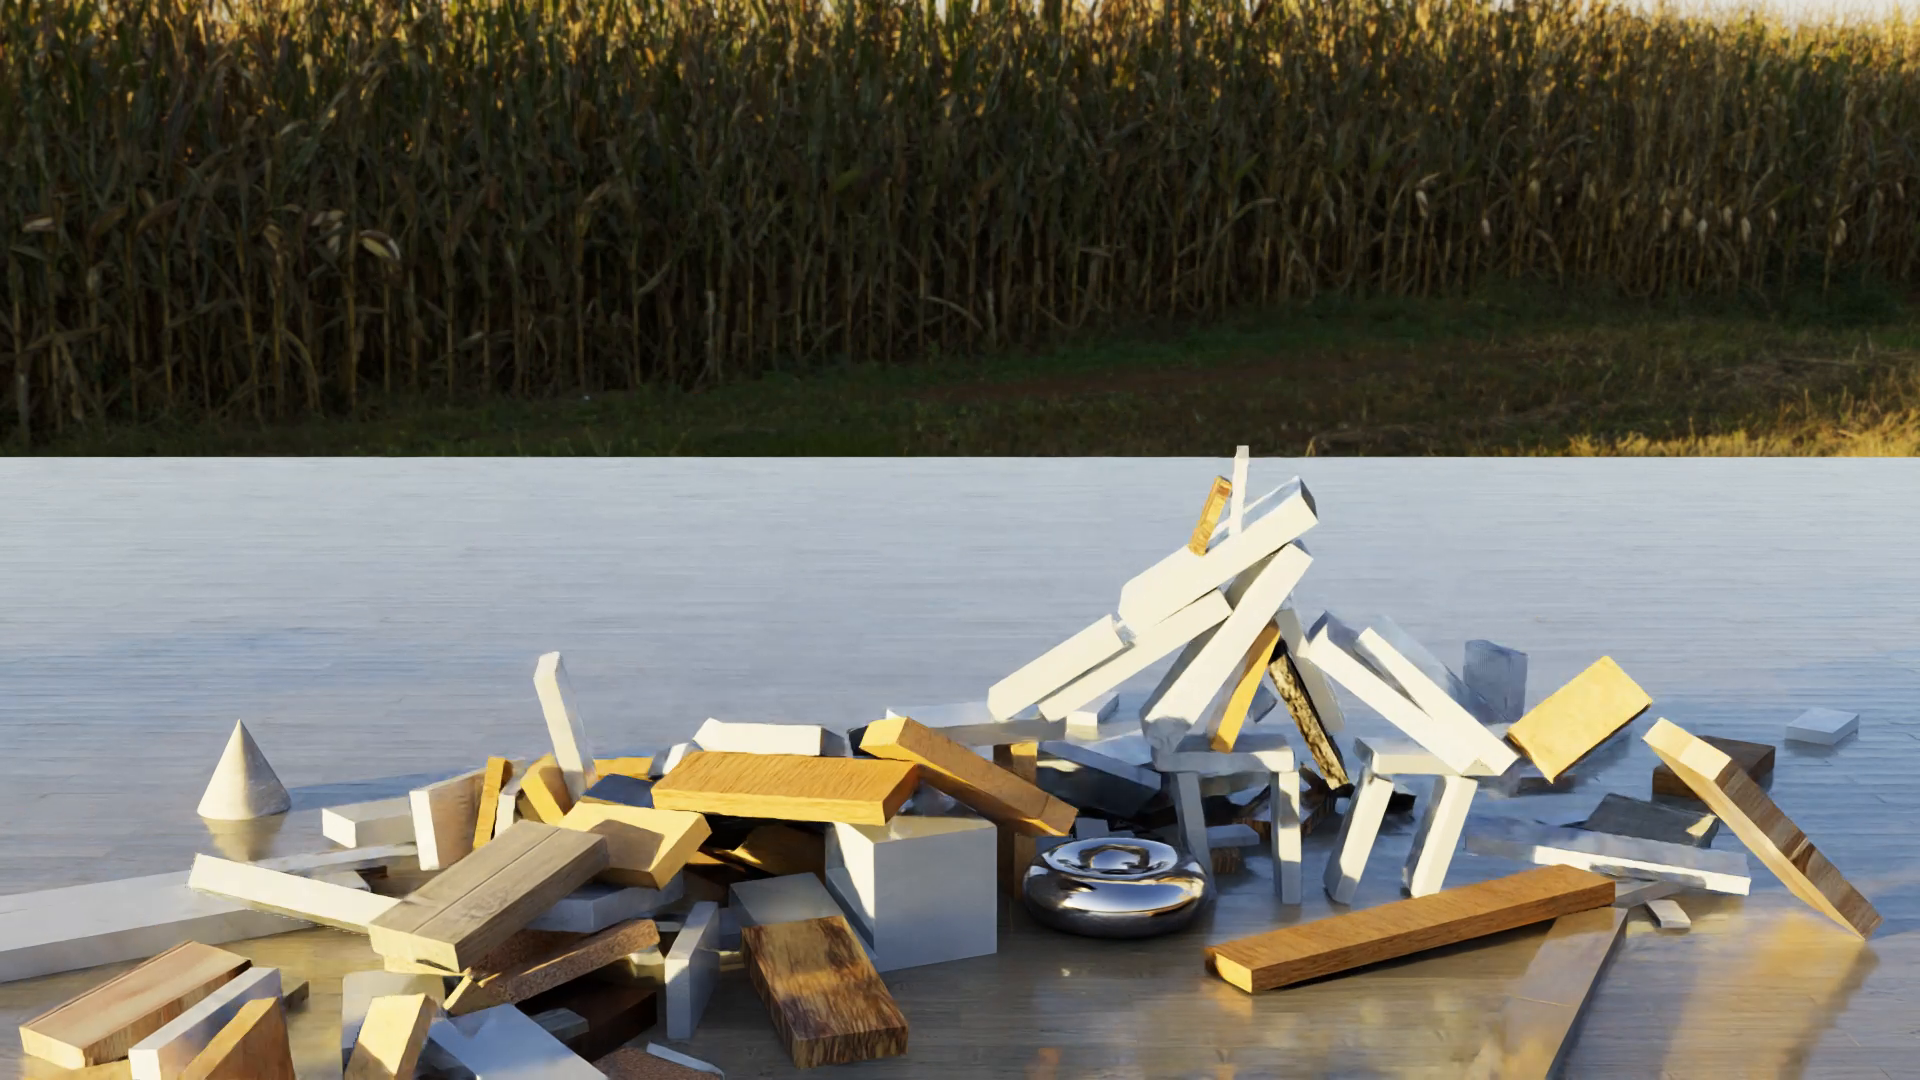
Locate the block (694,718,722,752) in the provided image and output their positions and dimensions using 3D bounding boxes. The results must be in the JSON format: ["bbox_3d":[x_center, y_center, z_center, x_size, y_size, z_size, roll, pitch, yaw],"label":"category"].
[{"bbox_3d":[-0.321,0.436,4.017,0.354,0.050,0.177,16,-25,47],"label":"block"}]

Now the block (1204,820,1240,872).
[{"bbox_3d":[0.443,0.538,3.871,0.099,0.028,0.197,1,11,8],"label":"block"}]

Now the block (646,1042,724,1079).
[{"bbox_3d":[-0.365,0.694,2.920,0.097,0.014,0.049,14,-22,23],"label":"block"}]

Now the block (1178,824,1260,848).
[{"bbox_3d":[0.453,0.520,3.846,0.127,0.018,0.063,-3,11,-16],"label":"block"}]

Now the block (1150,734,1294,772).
[{"bbox_3d":[0.432,0.351,3.637,0.223,0.032,0.112,0,11,-1],"label":"block"}]

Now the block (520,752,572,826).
[{"bbox_3d":[-0.642,0.478,3.649,0.034,0.241,0.121,-29,10,5],"label":"block"}]

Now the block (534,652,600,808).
[{"bbox_3d":[-0.653,0.318,3.657,0.034,0.241,0.121,-14,16,-1],"label":"block"}]

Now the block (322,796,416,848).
[{"bbox_3d":[-0.950,0.496,3.961,0.344,0.049,0.172,-5,5,-34],"label":"block"}]

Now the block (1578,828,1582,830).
[{"bbox_3d":[1.093,0.526,3.975,0.095,0.014,0.048,-4,11,-20],"label":"block"}]

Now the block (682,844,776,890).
[{"bbox_3d":[-0.427,0.515,3.652,0.264,0.037,0.132,24,11,4],"label":"block"}]

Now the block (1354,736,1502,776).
[{"bbox_3d":[0.774,0.357,3.637,0.217,0.031,0.108,3,10,-12],"label":"block"}]

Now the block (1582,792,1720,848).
[{"bbox_3d":[1.221,0.511,3.894,0.208,0.029,0.104,9,40,44],"label":"block"}]

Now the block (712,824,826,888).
[{"bbox_3d":[-0.271,0.527,3.668,0.264,0.037,0.132,20,12,1],"label":"block"}]

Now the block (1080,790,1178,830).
[{"bbox_3d":[0.302,0.488,4.120,0.123,0.035,0.246,-10,14,-43],"label":"block"}]

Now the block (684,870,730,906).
[{"bbox_3d":[-0.488,0.526,3.663,0.241,0.034,0.121,23,10,3],"label":"block"}]

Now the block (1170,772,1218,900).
[{"bbox_3d":[0.386,0.477,3.662,0.032,0.223,0.112,-11,11,-2],"label":"block"}]

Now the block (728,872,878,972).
[{"bbox_3d":[-0.243,0.600,3.372,0.140,0.040,0.280,-5,22,-24],"label":"block"}]

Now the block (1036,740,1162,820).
[{"bbox_3d":[0.226,0.425,3.939,0.239,0.119,0.034,20,51,-13],"label":"block"}]

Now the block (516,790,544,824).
[{"bbox_3d":[-0.683,0.499,3.657,0.026,0.184,0.092,-19,10,3],"label":"block"}]

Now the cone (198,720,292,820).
[{"bbox_3d":[-1.348,0.417,4.131,0.171,0.171,0.171,0,11,0],"label":"cone"}]

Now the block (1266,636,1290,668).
[{"bbox_3d":[0.509,0.169,3.788,0.113,0.016,0.056,38,63,19],"label":"block"}]

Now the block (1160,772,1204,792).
[{"bbox_3d":[0.388,0.451,4.320,0.123,0.035,0.247,-9,14,-40],"label":"block"}]

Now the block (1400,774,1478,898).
[{"bbox_3d":[0.794,0.483,3.651,0.031,0.217,0.108,16,9,-6],"label":"block"}]

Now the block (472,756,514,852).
[{"bbox_3d":[-0.779,0.459,3.660,0.026,0.185,0.092,7,-13,0],"label":"block"}]

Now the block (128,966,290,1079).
[{"bbox_3d":[-0.964,0.670,2.844,0.040,0.141,0.282,-2,10,14],"label":"block"}]

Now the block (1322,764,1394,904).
[{"bbox_3d":[0.660,0.484,3.648,0.031,0.217,0.108,17,10,-3],"label":"block"}]

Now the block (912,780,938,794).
[{"bbox_3d":[-0.056,0.459,3.647,0.038,0.266,0.133,-1,11,-10],"label":"block"}]

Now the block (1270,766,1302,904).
[{"bbox_3d":[0.541,0.479,3.652,0.032,0.223,0.112,-3,11,0],"label":"block"}]

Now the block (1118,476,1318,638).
[{"bbox_3d":[0.420,0.024,3.583,0.347,0.049,0.173,-33,8,13],"label":"block"}]

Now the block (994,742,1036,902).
[{"bbox_3d":[0.092,0.453,3.676,0.038,0.266,0.133,-3,11,-13],"label":"block"}]

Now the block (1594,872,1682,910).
[{"bbox_3d":[1.106,0.577,3.664,0.191,0.027,0.095,-8,13,-36],"label":"block"}]

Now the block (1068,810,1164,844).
[{"bbox_3d":[0.273,0.527,3.937,0.092,0.026,0.185,-6,12,-31],"label":"block"}]

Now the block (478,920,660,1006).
[{"bbox_3d":[-0.559,0.604,3.150,0.235,0.033,0.117,-20,1,-31],"label":"block"}]

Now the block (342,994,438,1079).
[{"bbox_3d":[-0.720,0.655,2.733,0.090,0.025,0.180,-10,49,31],"label":"block"}]

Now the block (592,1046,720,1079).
[{"bbox_3d":[-0.475,0.734,2.764,0.167,0.047,0.334,8,13,35],"label":"block"}]

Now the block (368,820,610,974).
[{"bbox_3d":[-0.680,0.512,3.195,0.164,0.047,0.329,6,23,30],"label":"block"}]

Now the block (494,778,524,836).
[{"bbox_3d":[-0.754,0.498,3.654,0.026,0.184,0.092,9,10,-2],"label":"block"}]

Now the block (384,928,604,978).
[{"bbox_3d":[-0.693,0.594,3.315,0.164,0.047,0.393,0,0,15],"label":"block"}]

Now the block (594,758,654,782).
[{"bbox_3d":[-0.578,0.454,4.054,0.263,0.131,0.037,-1,49,-8],"label":"block"}]

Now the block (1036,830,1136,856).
[{"bbox_3d":[0.218,0.542,3.779,0.185,0.026,0.092,-2,29,-12],"label":"block"}]

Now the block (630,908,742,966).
[{"bbox_3d":[-0.402,0.616,3.438,0.235,0.033,0.117,-4,11,-20],"label":"block"}]

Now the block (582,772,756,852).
[{"bbox_3d":[-0.474,0.444,3.604,0.264,0.037,0.132,11,12,9],"label":"block"}]

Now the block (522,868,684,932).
[{"bbox_3d":[-0.566,0.546,3.369,0.164,0.047,0.328,0,0,16],"label":"block"}]

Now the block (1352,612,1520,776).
[{"bbox_3d":[0.778,0.246,3.565,0.308,0.044,0.154,42,18,10],"label":"block"}]

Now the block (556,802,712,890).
[{"bbox_3d":[-0.526,0.469,3.381,0.269,0.038,0.135,-1,33,36],"label":"block"}]

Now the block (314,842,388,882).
[{"bbox_3d":[-1.029,0.551,3.720,0.116,0.058,0.016,-6,12,-28],"label":"block"}]

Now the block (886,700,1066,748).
[{"bbox_3d":[0.026,0.304,3.633,0.266,0.038,0.133,-3,11,-24],"label":"block"}]

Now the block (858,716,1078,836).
[{"bbox_3d":[0.013,0.370,3.415,0.316,0.045,0.158,30,-18,-17],"label":"block"}]

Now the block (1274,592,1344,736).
[{"bbox_3d":[0.574,0.202,3.615,0.031,0.220,0.110,-23,8,13],"label":"block"}]

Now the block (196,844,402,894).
[{"bbox_3d":[-1.090,0.541,3.622,0.327,0.016,0.058,-5,12,-26],"label":"block"}]
